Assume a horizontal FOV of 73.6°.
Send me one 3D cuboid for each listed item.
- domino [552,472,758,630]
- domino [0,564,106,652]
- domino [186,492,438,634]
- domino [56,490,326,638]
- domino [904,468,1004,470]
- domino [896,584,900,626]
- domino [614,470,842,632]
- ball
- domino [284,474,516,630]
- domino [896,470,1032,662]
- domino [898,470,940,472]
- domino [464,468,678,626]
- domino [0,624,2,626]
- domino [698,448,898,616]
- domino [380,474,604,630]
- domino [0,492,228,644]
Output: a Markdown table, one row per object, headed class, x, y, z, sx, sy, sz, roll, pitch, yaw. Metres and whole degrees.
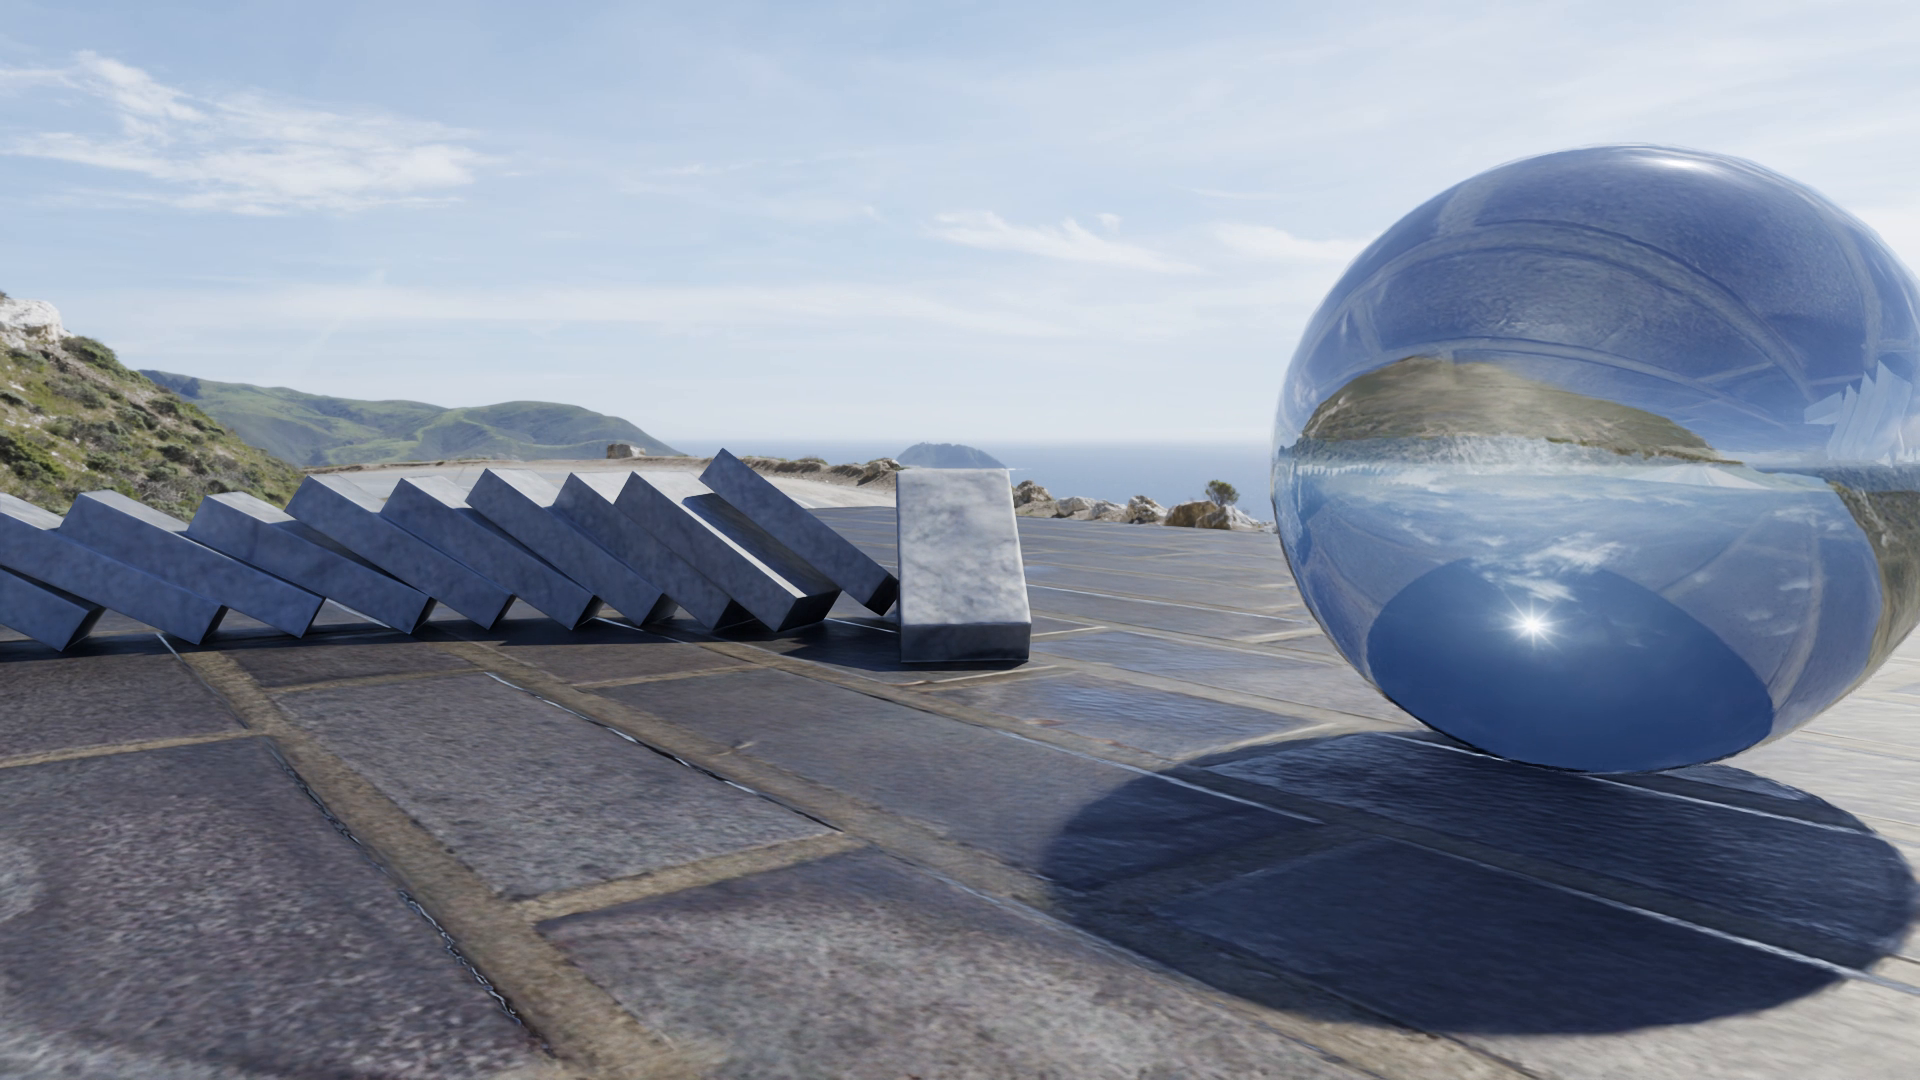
| class | x | y | z | sx | sy | sz | roll | pitch | yaw |
| --- | --- | --- | --- | --- | --- | --- | --- | --- | --- |
| domino | -0.070 | 0.002 | 0.306 | 0.050 | 0.009 | 0.025 | 36 | 13 | 12 |
| domino | -0.206 | 0.005 | 0.265 | 0.050 | 0.010 | 0.025 | 33 | -10 | -22 |
| domino | -0.145 | 0.005 | 0.293 | 0.050 | 0.009 | 0.025 | 27 | -2 | -14 |
| domino | -0.166 | 0.005 | 0.282 | 0.050 | 0.010 | 0.025 | 29 | -7 | -21 |
| domino | -0.001 | 0.002 | 0.300 | 0.025 | 0.010 | 0.050 | 0 | 39 | -3 |
| domino | 0.000 | 0.014 | 0.324 | 0.025 | 0.010 | 0.050 | 0 | 4 | 5 |
| domino | -0.054 | 0.002 | 0.301 | 0.050 | 0.009 | 0.025 | 36 | 13 | 14 |
| ball | 0.081 | -0.010 | 0.167 | 0.080 | 0.080 | 0.080 | 0 | 4 | 0 |
| domino | -0.127 | 0.002 | 0.298 | 0.050 | 0.009 | 0.025 | 33 | -4 | -12 |
| domino | 0.000 | 0.004 | 0.267 | 0.025 | 0.010 | 0.050 | -1 | 39 | -4 |
| domino | -0.001 | 0.003 | 0.284 | 0.025 | 0.009 | 0.050 | 0 | 39 | -3 |
| domino | -0.090 | 0.001 | 0.306 | 0.050 | 0.009 | 0.025 | 35 | 5 | 2 |
| domino | -0.222 | 0.006 | 0.258 | 0.050 | 0.009 | 0.025 | 33 | -10 | -22 |
| domino | -0.037 | -0.001 | 0.308 | 0.050 | 0.010 | 0.025 | 36 | -4 | 10 |
| domino | -0.108 | 0.002 | 0.303 | 0.050 | 0.010 | 0.025 | 32 | 2 | -5 |
| domino | -0.184 | 0.006 | 0.274 | 0.050 | 0.010 | 0.025 | 29 | -7 | -21 |
